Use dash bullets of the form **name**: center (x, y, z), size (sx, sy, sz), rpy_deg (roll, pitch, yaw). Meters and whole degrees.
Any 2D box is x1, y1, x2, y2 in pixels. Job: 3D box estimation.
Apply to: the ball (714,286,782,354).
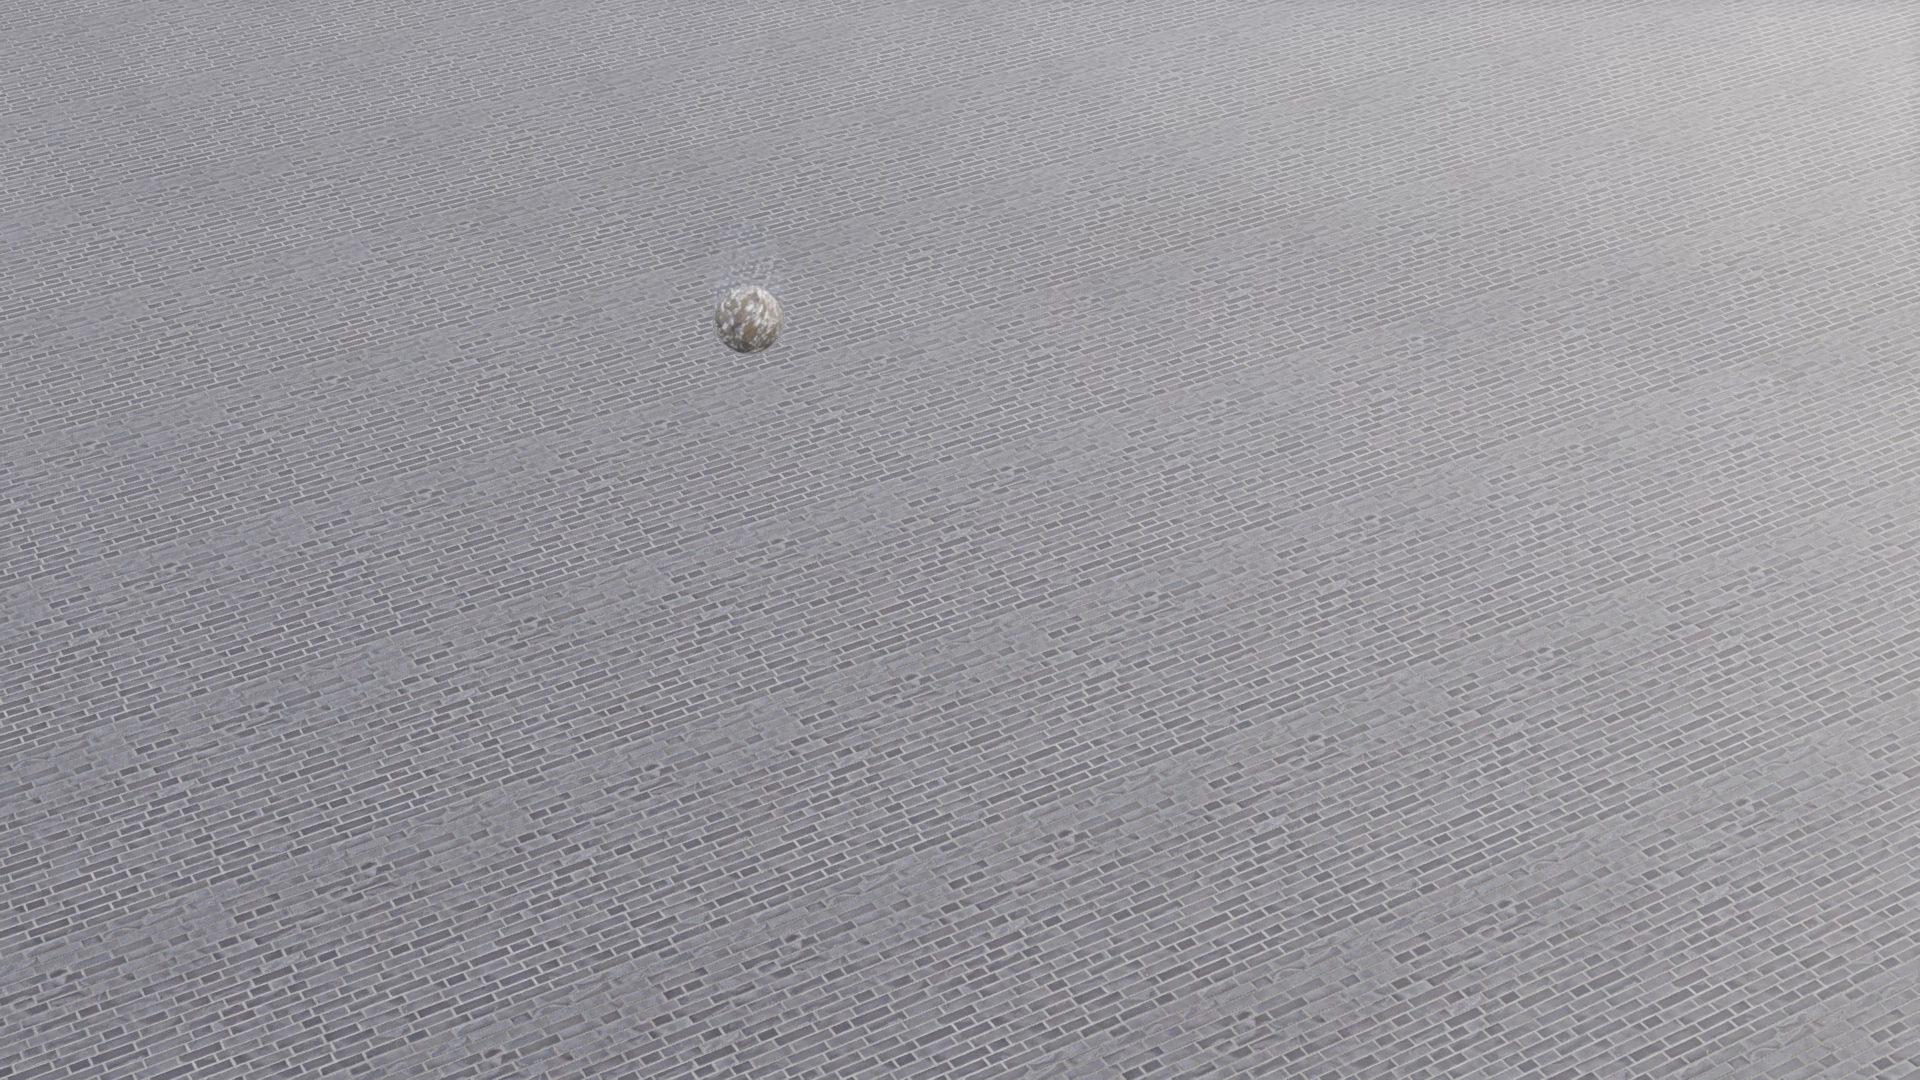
- **ball**: center (-0.587, -0.612, 8.147), size (0.188, 0.188, 0.188), rpy_deg (0, 33, 0)
